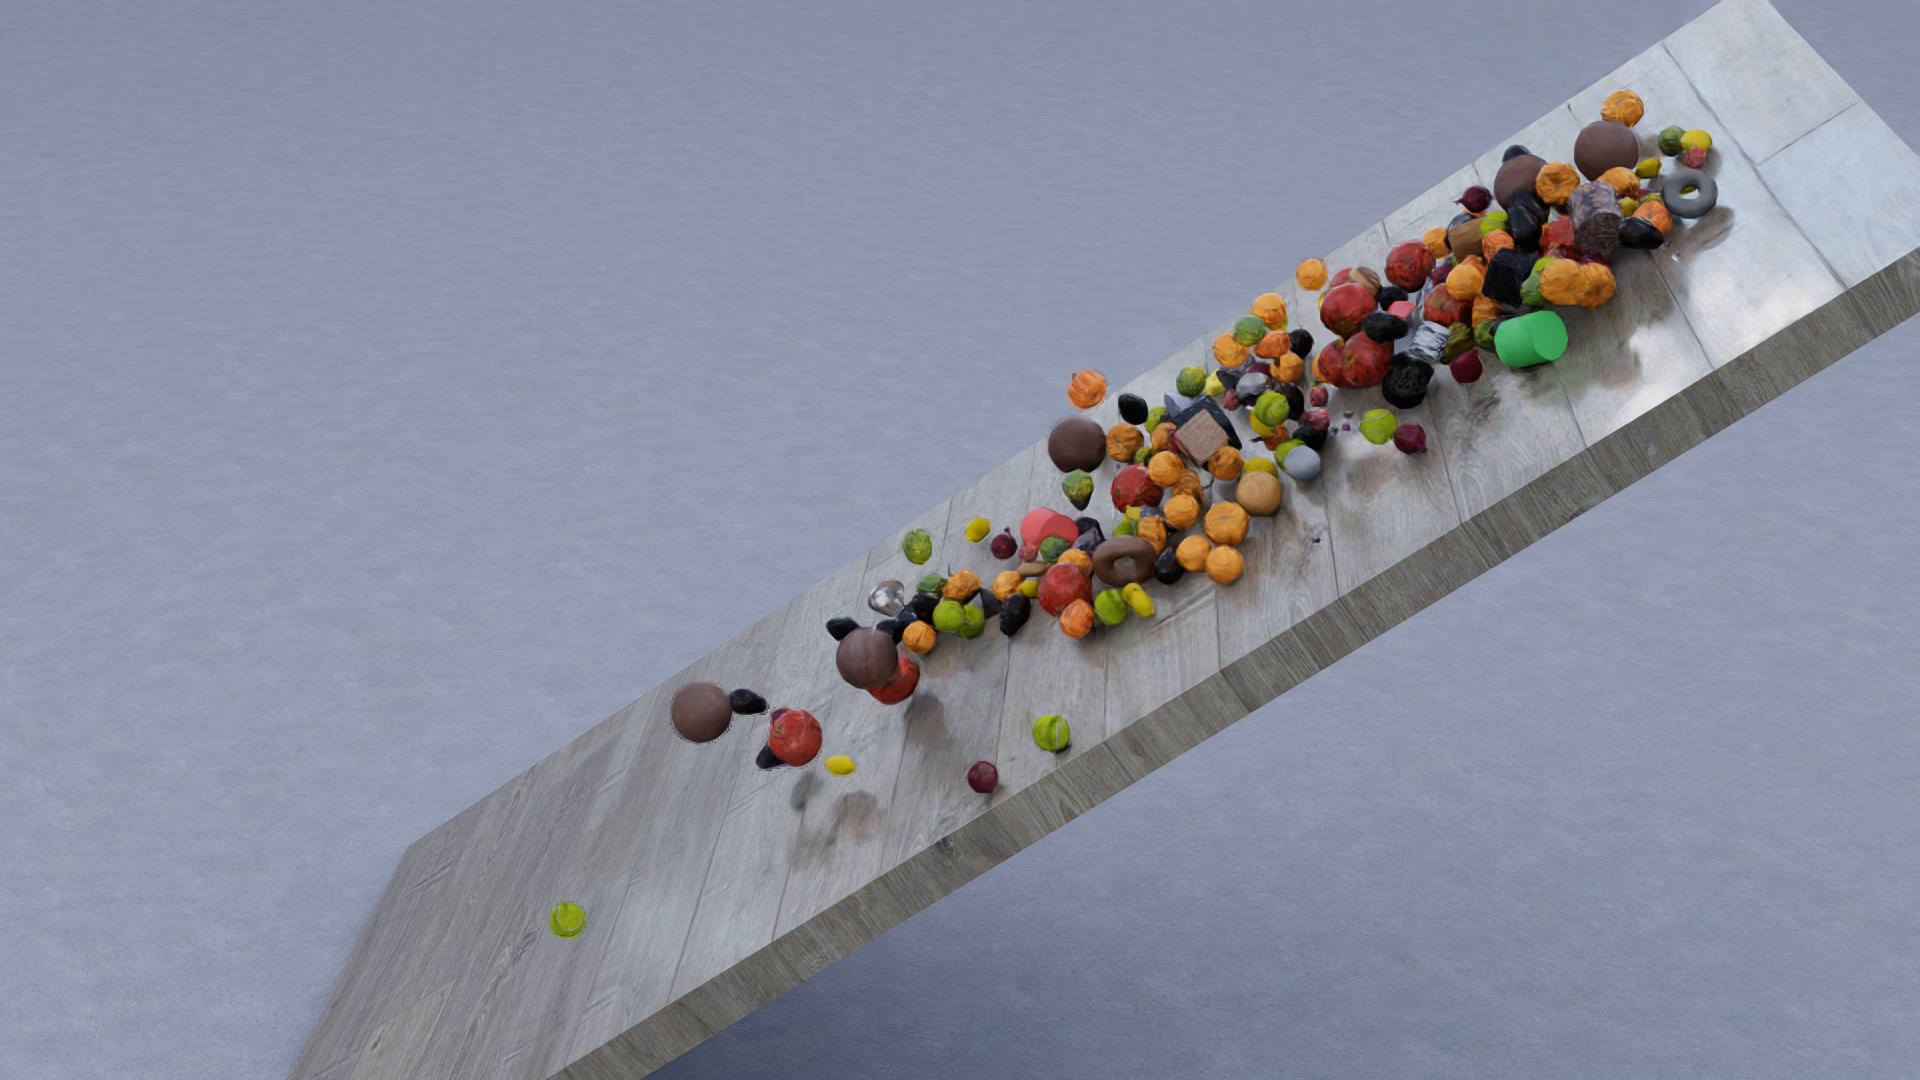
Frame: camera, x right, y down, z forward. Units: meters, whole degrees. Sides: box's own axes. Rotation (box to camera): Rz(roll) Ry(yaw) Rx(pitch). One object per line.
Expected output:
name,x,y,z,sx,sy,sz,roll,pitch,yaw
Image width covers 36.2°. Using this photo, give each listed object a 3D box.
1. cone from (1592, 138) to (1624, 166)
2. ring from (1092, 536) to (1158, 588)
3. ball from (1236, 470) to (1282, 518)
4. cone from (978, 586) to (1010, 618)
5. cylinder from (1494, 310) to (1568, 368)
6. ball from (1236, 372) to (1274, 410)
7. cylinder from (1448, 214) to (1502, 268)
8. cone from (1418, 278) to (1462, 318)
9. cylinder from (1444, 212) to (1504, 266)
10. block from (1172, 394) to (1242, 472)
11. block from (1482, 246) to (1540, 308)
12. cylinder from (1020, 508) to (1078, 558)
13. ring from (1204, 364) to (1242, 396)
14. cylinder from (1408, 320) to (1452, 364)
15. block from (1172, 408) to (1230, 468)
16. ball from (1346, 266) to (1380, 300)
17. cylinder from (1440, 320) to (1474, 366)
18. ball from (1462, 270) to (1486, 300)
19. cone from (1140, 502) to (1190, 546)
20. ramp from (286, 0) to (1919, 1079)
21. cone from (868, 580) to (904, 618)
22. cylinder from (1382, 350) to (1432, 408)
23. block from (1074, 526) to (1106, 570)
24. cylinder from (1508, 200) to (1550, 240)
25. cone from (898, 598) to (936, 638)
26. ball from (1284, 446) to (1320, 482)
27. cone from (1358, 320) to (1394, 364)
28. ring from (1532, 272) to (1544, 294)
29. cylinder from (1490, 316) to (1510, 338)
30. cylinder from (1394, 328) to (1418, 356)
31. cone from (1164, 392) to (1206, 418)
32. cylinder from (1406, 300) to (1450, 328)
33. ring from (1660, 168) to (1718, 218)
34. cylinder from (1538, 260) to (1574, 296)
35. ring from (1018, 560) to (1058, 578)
cone,1.346,-0.799,6.173,0.065,0.065,0.065,-36,36,-23
ring,0.327,0.043,5.847,0.131,0.131,0.044,0,46,0
ball,0.584,-0.090,5.735,0.091,0.091,0.091,0,21,0
cone,0.060,0.123,6.304,0.065,0.065,0.065,-35,15,11
cylinder,1.068,-0.375,5.504,0.095,0.095,0.095,-15,1,-34
ball,0.634,-0.320,6.314,0.084,0.084,0.084,0,21,0
cylinder,1.050,-0.610,6.003,0.084,0.084,0.084,-20,15,20
cone,0.973,-0.512,6.040,0.096,0.096,0.096,-14,51,19
cylinder,1.081,-0.631,6.177,0.088,0.088,0.088,-15,32,-33
block,0.516,-0.223,6.132,0.093,0.093,0.093,-32,47,-1
block,1.070,-0.510,5.714,0.076,0.076,0.076,23,35,20
cylinder,0.190,-0.016,6.276,0.093,0.093,0.093,-9,14,-22
ring,0.591,-0.362,6.630,0.098,0.033,0.098,-35,15,11
cylinder,0.907,-0.382,5.680,0.062,0.062,0.062,25,-8,4
block,0.484,-0.203,5.904,0.079,0.079,0.079,-40,-8,-5
ball,0.836,-0.534,6.102,0.072,0.072,0.072,0,21,0
cylinder,0.970,-0.388,5.801,0.064,0.064,0.064,-36,30,-8
ball,1.059,-0.523,6.023,0.060,0.060,0.060,0,21,0
cone,0.424,-0.032,6.005,0.097,0.097,0.097,-4,20,12
ramp,0.135,0.174,6.307,4.000,0.100,2.000,-33,16,15
cone,-0.150,0.153,6.644,0.091,0.091,0.091,-9,38,-22
cylinder,0.875,-0.314,5.758,0.087,0.087,0.087,6,28,15
block,0.279,0.017,6.154,0.058,0.058,0.058,-35,15,7
cylinder,1.180,-0.663,6.097,0.069,0.069,0.069,18,25,12
cone,-0.074,0.189,6.428,0.092,0.092,0.092,-12,26,-27
ball,0.671,-0.150,5.760,0.070,0.070,0.070,0,21,0
cone,0.854,-0.428,6.141,0.088,0.088,0.088,-34,16,11
ring,1.160,-0.513,5.830,0.080,0.027,0.080,-29,14,8
cylinder,1.051,-0.394,5.643,0.050,0.050,0.050,-15,59,-34
cylinder,0.887,-0.387,5.816,0.057,0.057,0.057,-3,1,0
cone,0.502,-0.302,6.419,0.084,0.084,0.084,-29,29,-11
cylinder,0.956,-0.452,6.003,0.062,0.062,0.062,-18,-7,-38
ring,1.399,-0.665,5.643,0.107,0.036,0.107,-6,61,11
cylinder,1.168,-0.514,5.763,0.051,0.051,0.051,-41,33,-9
ring,0.167,0.061,6.265,0.089,0.030,0.089,-9,-4,-1
